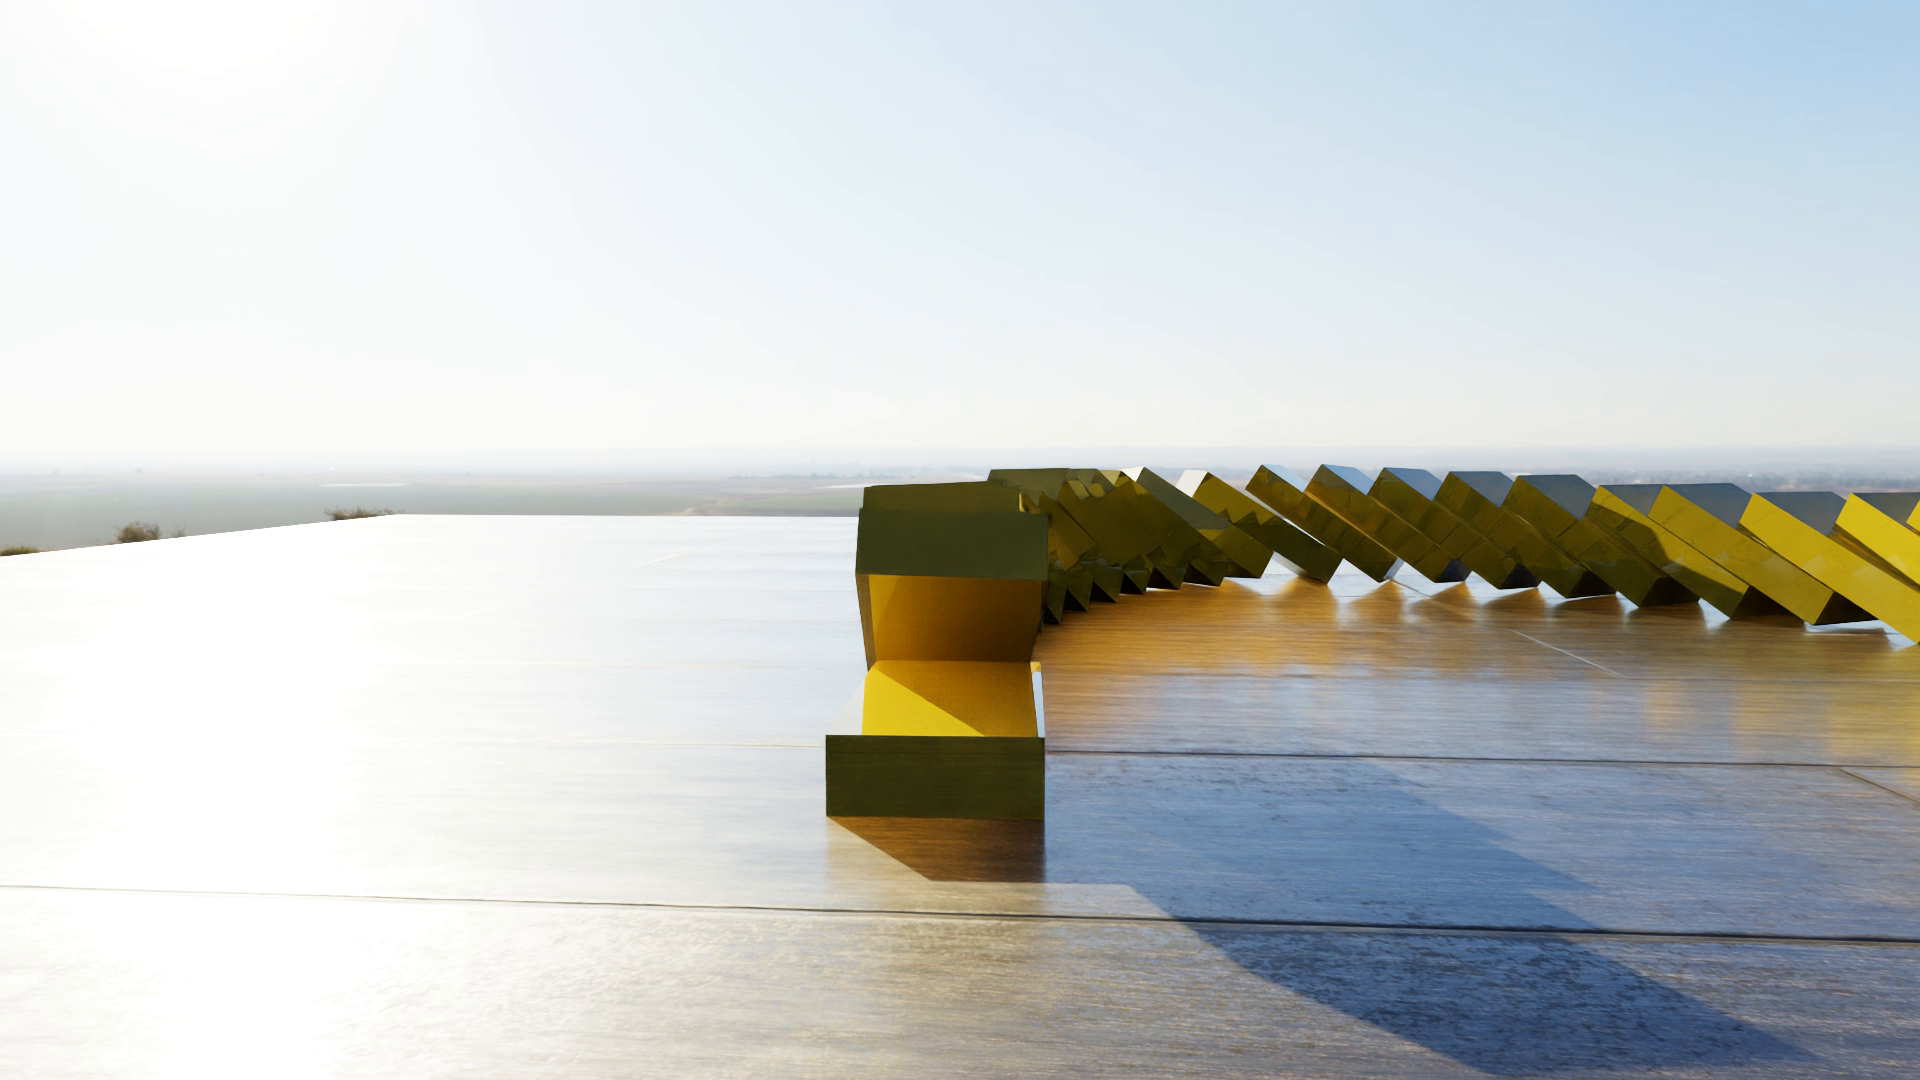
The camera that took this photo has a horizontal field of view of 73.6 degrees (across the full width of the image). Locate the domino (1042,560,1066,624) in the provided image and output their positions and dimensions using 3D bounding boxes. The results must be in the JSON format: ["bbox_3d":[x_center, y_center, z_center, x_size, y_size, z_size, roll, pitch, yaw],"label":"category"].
[{"bbox_3d":[0.005,0.004,0.289,0.025,0.009,0.050,2,-26,23],"label":"domino"}]

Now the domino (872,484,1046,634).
[{"bbox_3d":[0.000,0.005,0.268,0.025,0.010,0.050,0,-28,16],"label":"domino"}]

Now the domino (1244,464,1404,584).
[{"bbox_3d":[0.116,-0.006,0.404,0.050,0.010,0.025,39,19,21],"label":"domino"}]

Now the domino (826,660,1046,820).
[{"bbox_3d":[-0.002,0.025,0.171,0.025,0.010,0.050,0,4,3],"label":"domino"}]

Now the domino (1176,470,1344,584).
[{"bbox_3d":[0.092,-0.004,0.398,0.050,0.009,0.025,31,1,-6],"label":"domino"}]

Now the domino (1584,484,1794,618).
[{"bbox_3d":[0.192,0.002,0.334,0.025,0.009,0.050,-2,32,-21],"label":"domino"}]

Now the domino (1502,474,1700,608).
[{"bbox_3d":[0.179,-0.001,0.355,0.025,0.010,0.050,-2,35,-28],"label":"domino"}]

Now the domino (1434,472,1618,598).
[{"bbox_3d":[0.165,-0.002,0.371,0.025,0.010,0.050,-2,36,-34],"label":"domino"}]

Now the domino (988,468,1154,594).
[{"bbox_3d":[0.030,-0.002,0.349,0.025,0.010,0.050,1,-30,39],"label":"domino"}]

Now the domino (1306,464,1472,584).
[{"bbox_3d":[0.134,-0.005,0.398,0.025,0.009,0.050,0,35,-49],"label":"domino"}]

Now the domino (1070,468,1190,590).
[{"bbox_3d":[0.041,-0.003,0.364,0.025,0.009,0.050,3,-29,45],"label":"domino"}]

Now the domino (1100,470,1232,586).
[{"bbox_3d":[0.054,-0.003,0.380,0.050,0.010,0.025,35,-15,-28],"label":"domino"}]

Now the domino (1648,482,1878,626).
[{"bbox_3d":[0.200,0.002,0.317,0.025,0.010,0.050,-2,32,-22],"label":"domino"}]

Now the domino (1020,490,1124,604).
[{"bbox_3d":[0.020,0.002,0.332,0.025,0.009,0.050,3,-22,34],"label":"domino"}]

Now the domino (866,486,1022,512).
[{"bbox_3d":[-0.001,0.007,0.230,0.025,0.010,0.050,0,-28,4],"label":"domino"}]

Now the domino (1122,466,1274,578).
[{"bbox_3d":[0.068,-0.005,0.393,0.050,0.009,0.025,31,-9,-15],"label":"domino"}]

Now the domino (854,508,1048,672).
[{"bbox_3d":[-0.002,0.011,0.190,0.025,0.009,0.050,2,-25,-1],"label":"domino"}]

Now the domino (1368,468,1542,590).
[{"bbox_3d":[0.150,-0.004,0.386,0.025,0.009,0.050,-1,35,-42],"label":"domino"}]

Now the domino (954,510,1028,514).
[{"bbox_3d":[-0.001,0.010,0.212,0.025,0.010,0.050,0,-25,3],"label":"domino"}]

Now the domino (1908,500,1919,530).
[{"bbox_3d":[0.222,0.006,0.257,0.025,0.010,0.050,-1,33,-13],"label":"domino"}]

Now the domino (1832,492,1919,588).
[{"bbox_3d":[0.218,0.006,0.274,0.025,0.010,0.050,-1,32,-12],"label":"domino"}]

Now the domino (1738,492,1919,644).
[{"bbox_3d":[0.209,0.005,0.295,0.025,0.009,0.050,-1,31,-18],"label":"domino"}]

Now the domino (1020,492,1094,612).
[{"bbox_3d":[0.012,0.003,0.311,0.025,0.010,0.050,2,-23,26],"label":"domino"}]

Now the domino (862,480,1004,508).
[{"bbox_3d":[-0.001,0.006,0.247,0.025,0.009,0.050,-2,-29,8],"label":"domino"}]
